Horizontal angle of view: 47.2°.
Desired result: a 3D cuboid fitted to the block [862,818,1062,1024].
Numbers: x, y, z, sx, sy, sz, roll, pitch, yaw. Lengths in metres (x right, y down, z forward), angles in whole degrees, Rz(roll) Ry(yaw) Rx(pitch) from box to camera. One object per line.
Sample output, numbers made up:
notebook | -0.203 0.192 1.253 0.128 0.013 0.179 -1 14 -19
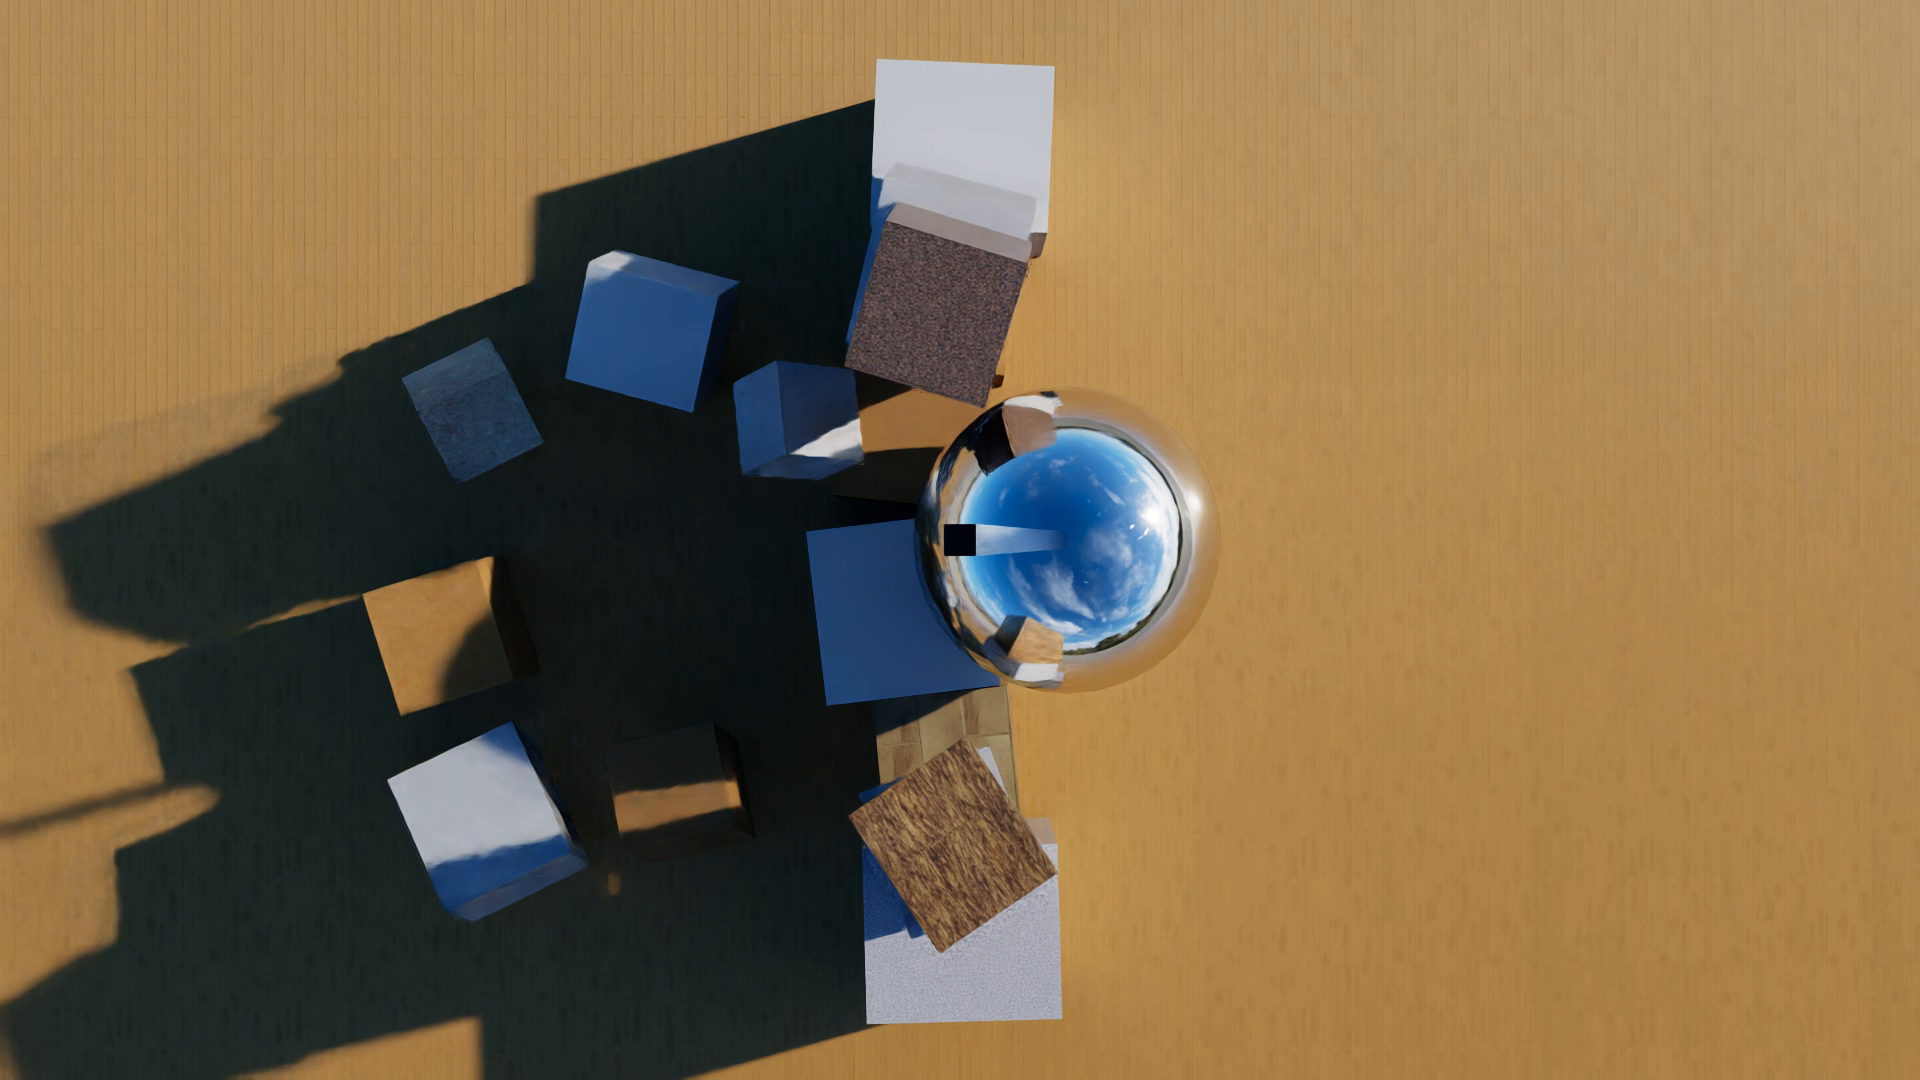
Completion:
block | 0.012 2.124 12.427 1.054 1.145 0.944 -2 90 0

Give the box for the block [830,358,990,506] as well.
block | -0.274 -0.582 12.559 0.817 0.882 0.755 6 90 0

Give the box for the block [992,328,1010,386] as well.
block | -0.067 -1.310 12.573 0.709 0.855 0.734 6 90 0

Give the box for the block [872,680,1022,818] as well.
block | -0.071 1.236 12.607 0.759 0.786 0.783 -6 90 0

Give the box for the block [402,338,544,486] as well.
block | -2.787 -0.741 12.581 0.542 0.540 0.508 -27 122 -10

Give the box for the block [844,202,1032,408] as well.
block | -0.099 -1.184 10.962 0.714 0.734 0.741 17 106 -2

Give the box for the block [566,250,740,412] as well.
block | -1.754 -1.206 12.593 0.746 0.644 0.676 15 105 1

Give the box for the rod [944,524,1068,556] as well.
rod | 0.240 0.000 8.034 0.080 5.200 0.080 0 90 5

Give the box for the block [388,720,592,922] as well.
block | -2.650 1.607 12.465 0.743 0.827 0.805 -25 79 -7

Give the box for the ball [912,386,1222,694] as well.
ball | 0.553 0.000 11.420 1.600 1.600 1.600 0 90 0

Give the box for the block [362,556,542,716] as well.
block | -2.899 0.539 12.608 0.661 0.777 0.712 -17 90 0

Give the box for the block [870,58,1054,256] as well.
block | 0.012 -2.149 12.494 0.970 1.012 0.907 2 90 0

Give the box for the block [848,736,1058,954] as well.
block | -0.033 1.481 10.807 0.679 0.774 0.779 -34 85 -3

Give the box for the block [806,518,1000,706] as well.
block | -0.312 0.376 12.550 0.963 0.901 0.965 -7 90 0

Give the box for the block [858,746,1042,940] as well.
block | -0.049 1.572 11.525 0.711 0.672 0.782 -20 85 -2

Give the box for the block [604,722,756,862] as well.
block | -1.594 1.451 12.585 0.634 0.664 0.596 -14 75 3

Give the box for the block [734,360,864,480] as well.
block | -0.877 -0.642 11.922 0.514 0.417 0.516 3 74 -39

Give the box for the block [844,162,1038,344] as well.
block | -0.090 -1.439 11.661 0.788 0.743 0.890 14 106 -1
